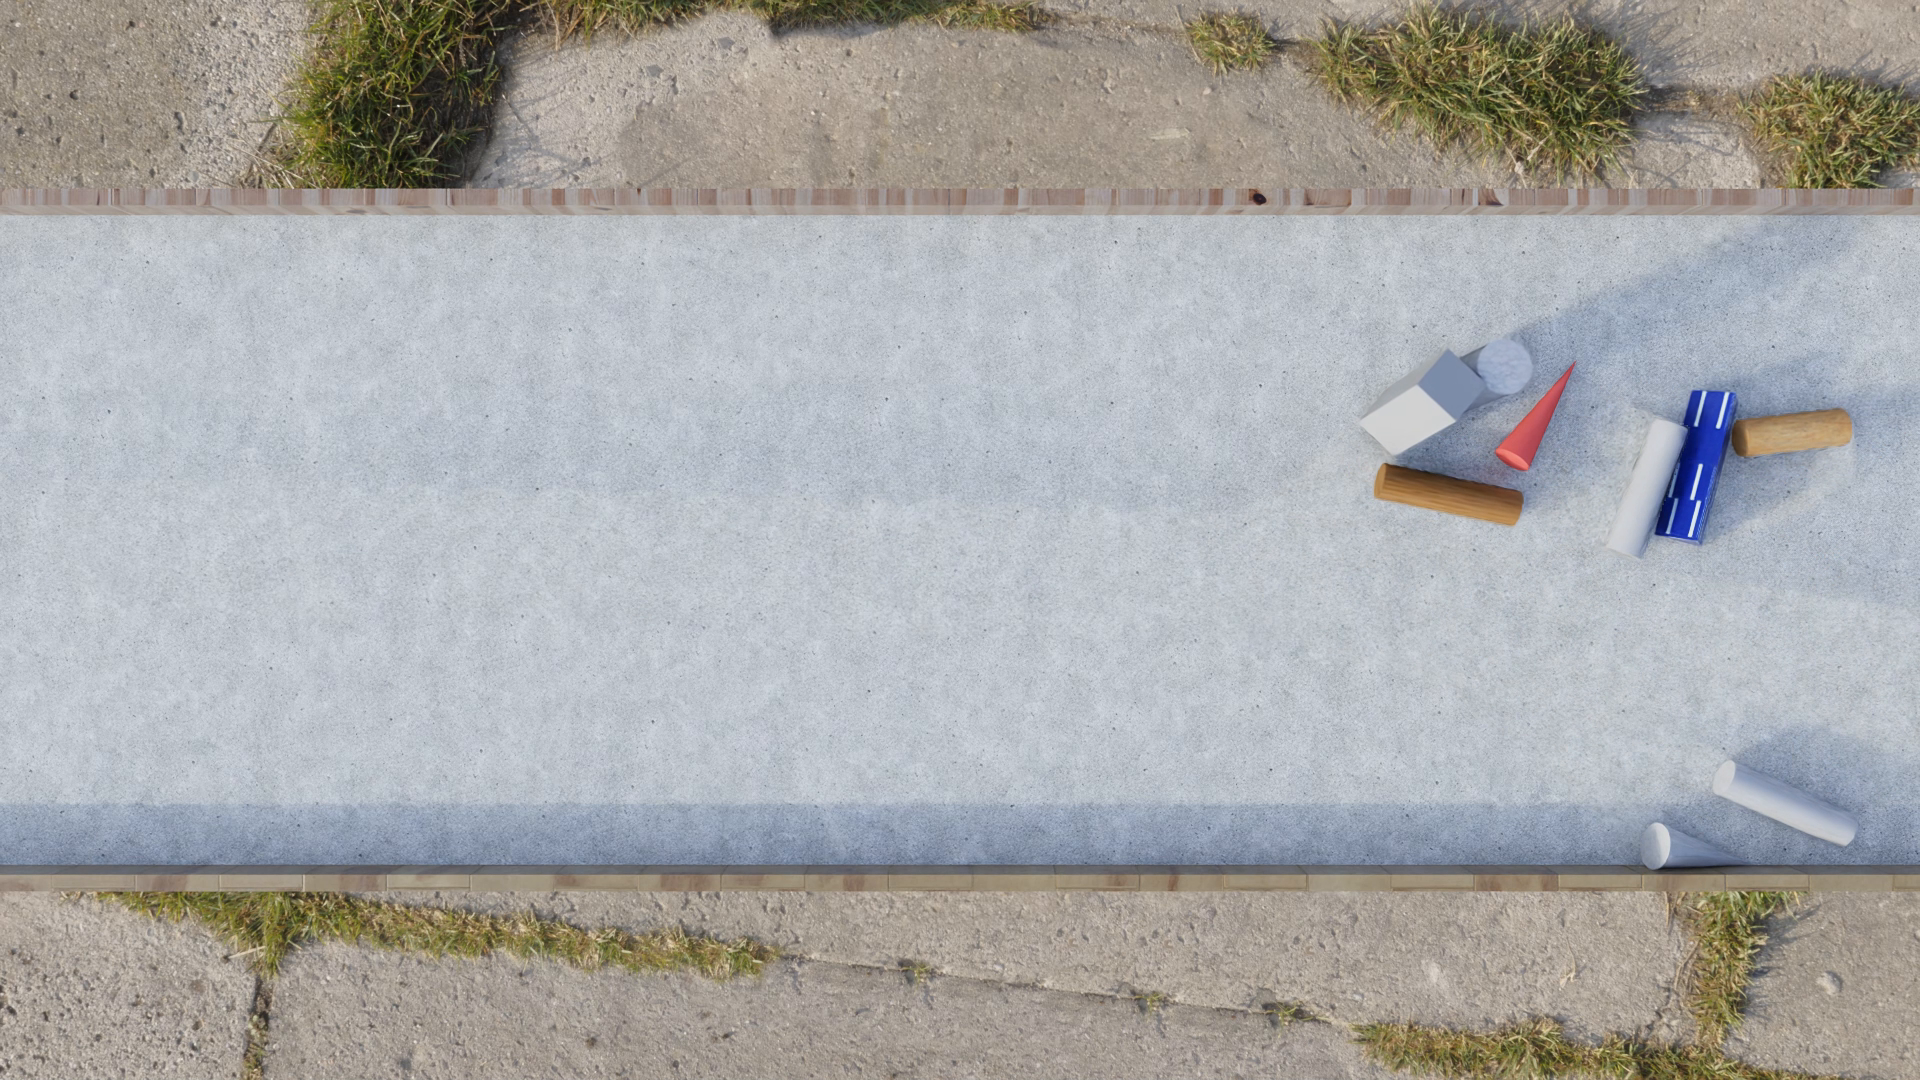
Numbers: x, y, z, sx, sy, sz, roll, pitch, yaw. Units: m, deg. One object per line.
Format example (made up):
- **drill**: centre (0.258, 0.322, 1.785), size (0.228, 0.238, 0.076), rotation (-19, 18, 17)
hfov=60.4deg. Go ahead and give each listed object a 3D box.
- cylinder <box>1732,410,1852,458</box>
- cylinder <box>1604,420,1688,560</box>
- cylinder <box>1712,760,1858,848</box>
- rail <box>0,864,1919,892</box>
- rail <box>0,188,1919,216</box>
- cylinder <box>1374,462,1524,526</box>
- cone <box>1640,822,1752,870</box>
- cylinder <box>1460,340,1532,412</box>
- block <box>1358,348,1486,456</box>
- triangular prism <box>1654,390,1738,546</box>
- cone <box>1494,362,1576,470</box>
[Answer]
- **cylinder**: centre (2.530, -0.325, 5.020), size (0.312, 0.112, 0.112), rotation (-7, 90, 0)
- **cylinder**: centre (2.089, -0.153, 5.023), size (0.107, 0.107, 0.418), rotation (21, 90, 0)
- **cylinder**: centre (2.511, 0.803, 5.020), size (0.404, 0.112, 0.112), rotation (24, 90, 0)
- **rail**: centre (-2.247, 1.025, 5.001), size (12.000, 0.150, 0.050), rotation (0, 90, 0)
- **rail**: centre (-2.247, -1.025, 5.002), size (12.000, 0.150, 0.050), rotation (0, 90, 0)
- **cylinder**: centre (1.486, -0.140, 5.023), size (0.425, 0.107, 0.107), rotation (12, 90, 0)
- **cone**: centre (2.279, 0.965, 5.042), size (0.351, 0.142, 0.142), rotation (12, 90, -11)
- **cylinder**: centre (1.542, -0.482, 4.887), size (0.159, 0.367, 0.159), rotation (0, 86, -3)
- **block**: centre (1.356, -0.400, 4.861), size (0.152, 0.406, 0.152), rotation (43, 75, 0)
- **triangular prism**: centre (2.265, -0.220, 5.009), size (0.147, 0.127, 0.458), rotation (15, 90, 0)
- **cone**: centre (1.790, -0.400, 5.048), size (0.113, 0.113, 0.386), rotation (35, 82, 0)
